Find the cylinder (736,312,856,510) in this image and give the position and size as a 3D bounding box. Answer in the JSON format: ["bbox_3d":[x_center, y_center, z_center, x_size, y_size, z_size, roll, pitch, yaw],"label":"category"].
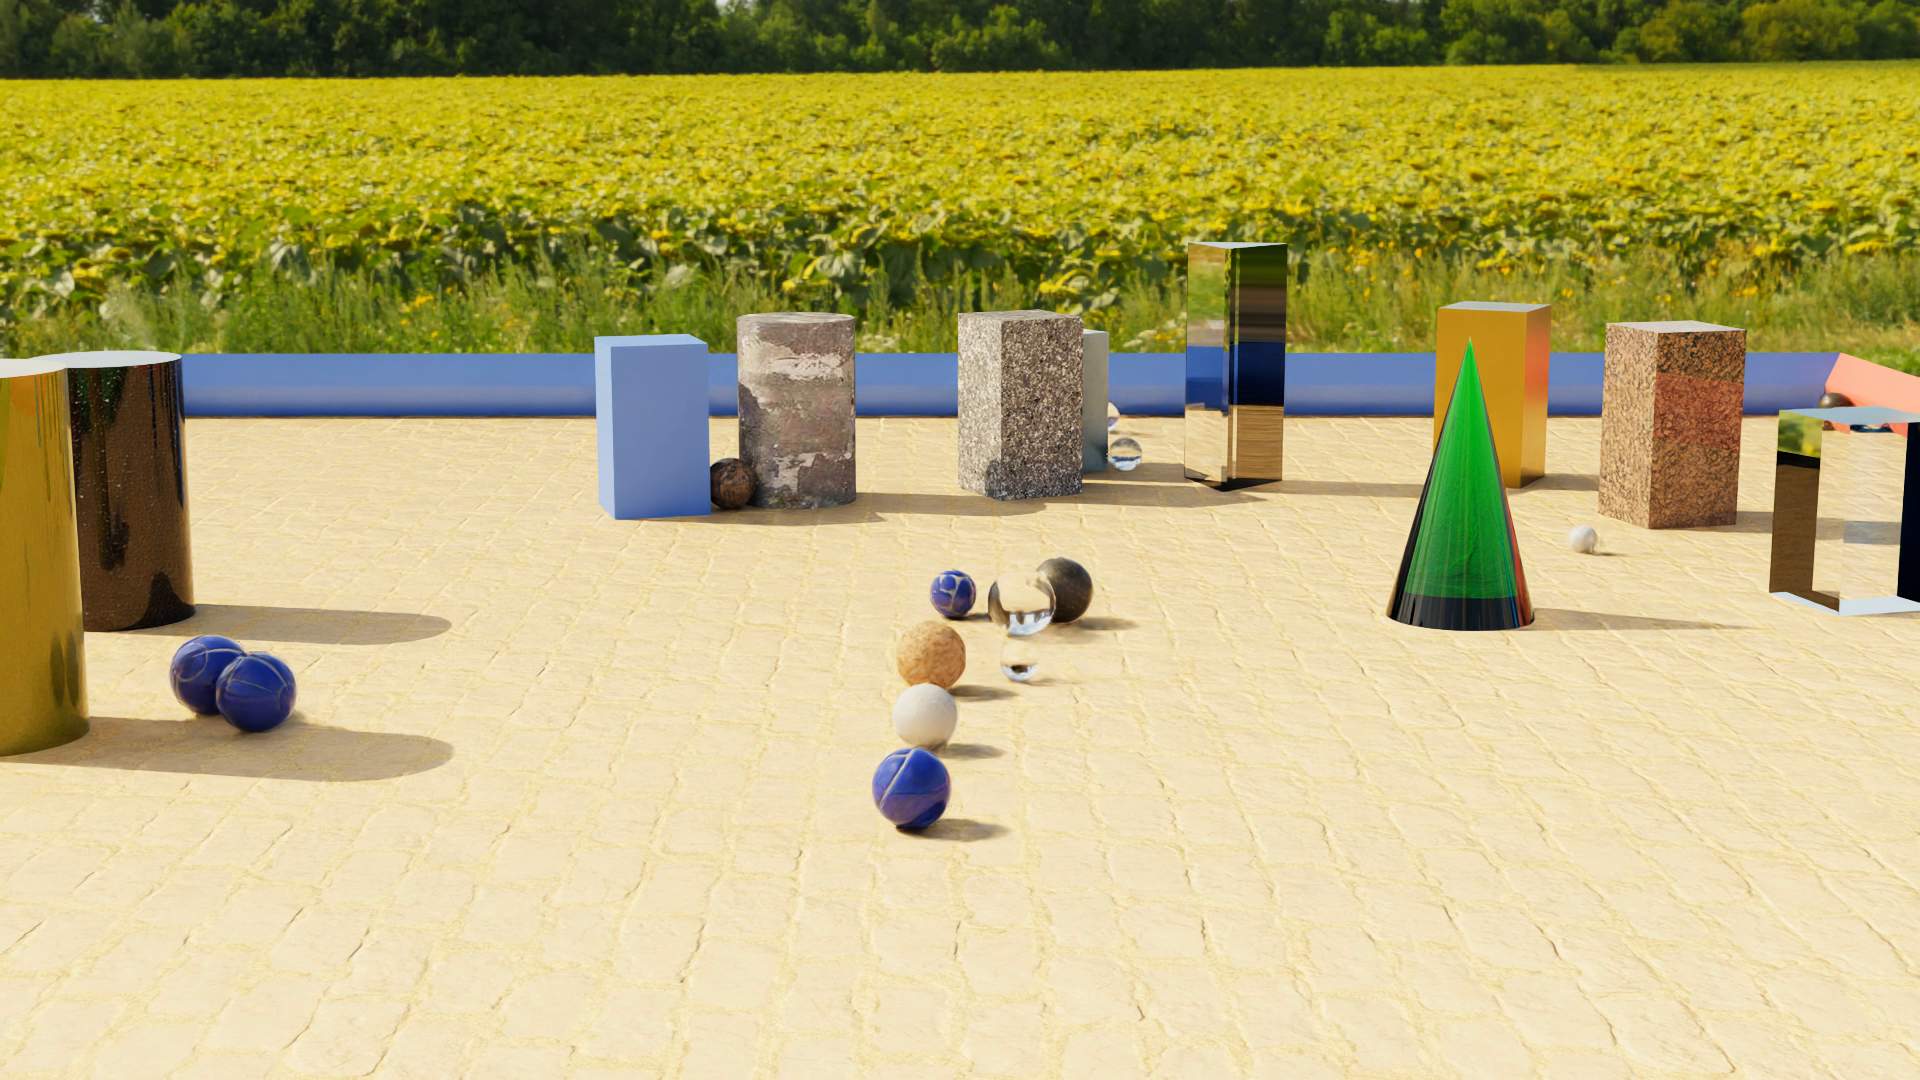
[{"bbox_3d":[-0.276,-0.221,4.331,0.198,0.309,0.198,0,10,0],"label":"cylinder"}]

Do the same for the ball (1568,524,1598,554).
[{"bbox_3d":[0.942,-0.001,3.876,0.043,0.043,0.043,0,10,0],"label":"ball"}]

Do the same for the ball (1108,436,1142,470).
[{"bbox_3d":[0.300,-0.156,4.663,0.062,0.062,0.062,0,10,0],"label":"ball"}]

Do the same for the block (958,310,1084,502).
[{"bbox_3d":[0.103,-0.235,4.419,0.158,0.305,0.158,-5,12,-27],"label":"block"}]

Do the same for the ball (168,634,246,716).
[{"bbox_3d":[-0.849,0.153,2.908,0.092,0.092,0.092,0,10,0],"label":"ball"}]

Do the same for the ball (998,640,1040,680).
[{"bbox_3d":[0.071,0.145,3.072,0.048,0.048,0.048,0,10,0],"label":"ball"}]

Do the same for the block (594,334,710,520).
[{"bbox_3d":[-0.508,-0.189,4.235,0.158,0.282,0.158,-3,11,-17],"label":"block"}]

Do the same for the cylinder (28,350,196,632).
[{"bbox_3d":[-1.127,-0.068,3.405,0.198,0.346,0.198,0,10,0],"label":"cylinder"}]

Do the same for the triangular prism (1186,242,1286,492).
[{"bbox_3d":[0.459,-0.310,4.511,0.148,0.419,0.171,9,14,41],"label":"triangular prism"}]

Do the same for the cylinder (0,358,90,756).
[{"bbox_3d":[-1.062,0.016,2.789,0.198,0.405,0.198,0,10,0],"label":"cylinder"}]

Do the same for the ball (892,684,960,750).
[{"bbox_3d":[-0.037,0.190,2.762,0.072,0.072,0.072,0,10,0],"label":"ball"}]

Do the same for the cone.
[{"bbox_3d":[0.670,-0.084,3.406,0.198,0.376,0.198,0,10,0],"label":"cone"}]

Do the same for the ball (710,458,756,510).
[{"bbox_3d":[-0.382,-0.094,4.260,0.086,0.086,0.086,0,10,0],"label":"ball"}]

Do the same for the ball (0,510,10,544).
[{"bbox_3d":[-1.483,-0.020,3.901,0.071,0.071,0.071,0,10,0],"label":"ball"}]

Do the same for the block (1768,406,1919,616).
[{"bbox_3d":[1.229,-0.043,3.509,0.158,0.258,0.158,-3,11,-17],"label":"block"}]

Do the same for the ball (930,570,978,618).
[{"bbox_3d":[-0.009,0.071,3.425,0.064,0.064,0.064,0,10,0],"label":"ball"}]

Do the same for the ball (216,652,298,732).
[{"bbox_3d":[-0.778,0.168,2.836,0.088,0.088,0.088,0,10,0],"label":"ball"}]

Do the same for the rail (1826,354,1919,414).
[{"bbox_3d":[1.844,0.031,3.459,0.045,0.129,3.973,0,10,0],"label":"rail"}]

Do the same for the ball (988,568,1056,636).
[{"bbox_3d":[0.079,0.080,3.313,0.089,0.089,0.089,0,10,0],"label":"ball"}]

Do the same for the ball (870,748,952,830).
[{"bbox_3d":[-0.047,0.240,2.477,0.079,0.079,0.079,0,10,0],"label":"ball"}]

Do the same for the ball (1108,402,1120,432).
[{"bbox_3d":[0.288,-0.246,5.145,0.063,0.063,0.063,0,10,0],"label":"ball"}]

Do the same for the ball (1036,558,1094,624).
[{"bbox_3d":[0.133,0.066,3.388,0.087,0.087,0.087,0,10,0],"label":"ball"}]

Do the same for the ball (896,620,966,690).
[{"bbox_3d":[-0.034,0.137,3.015,0.084,0.084,0.084,0,10,0],"label":"ball"}]

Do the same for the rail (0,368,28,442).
[{"bbox_3d":[-1.844,0.035,3.438,0.045,0.129,3.973,0,10,0],"label":"rail"}]

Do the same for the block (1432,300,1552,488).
[{"bbox_3d":[0.942,-0.260,4.543,0.158,0.308,0.158,6,12,27],"label":"block"}]

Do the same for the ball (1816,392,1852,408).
[{"bbox_3d":[1.788,-0.268,5.246,0.069,0.069,0.069,0,10,0],"label":"ball"}]

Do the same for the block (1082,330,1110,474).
[{"bbox_3d":[0.158,-0.254,4.668,0.158,0.252,0.158,-8,13,-36],"label":"block"}]

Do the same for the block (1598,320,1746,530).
[{"bbox_3d":[1.148,-0.188,4.143,0.158,0.313,0.158,-3,11,-16],"label":"block"}]

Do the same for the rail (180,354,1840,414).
[{"bbox_3d":[-0.011,-0.324,5.379,3.735,0.129,0.045,0,10,0],"label":"rail"}]
